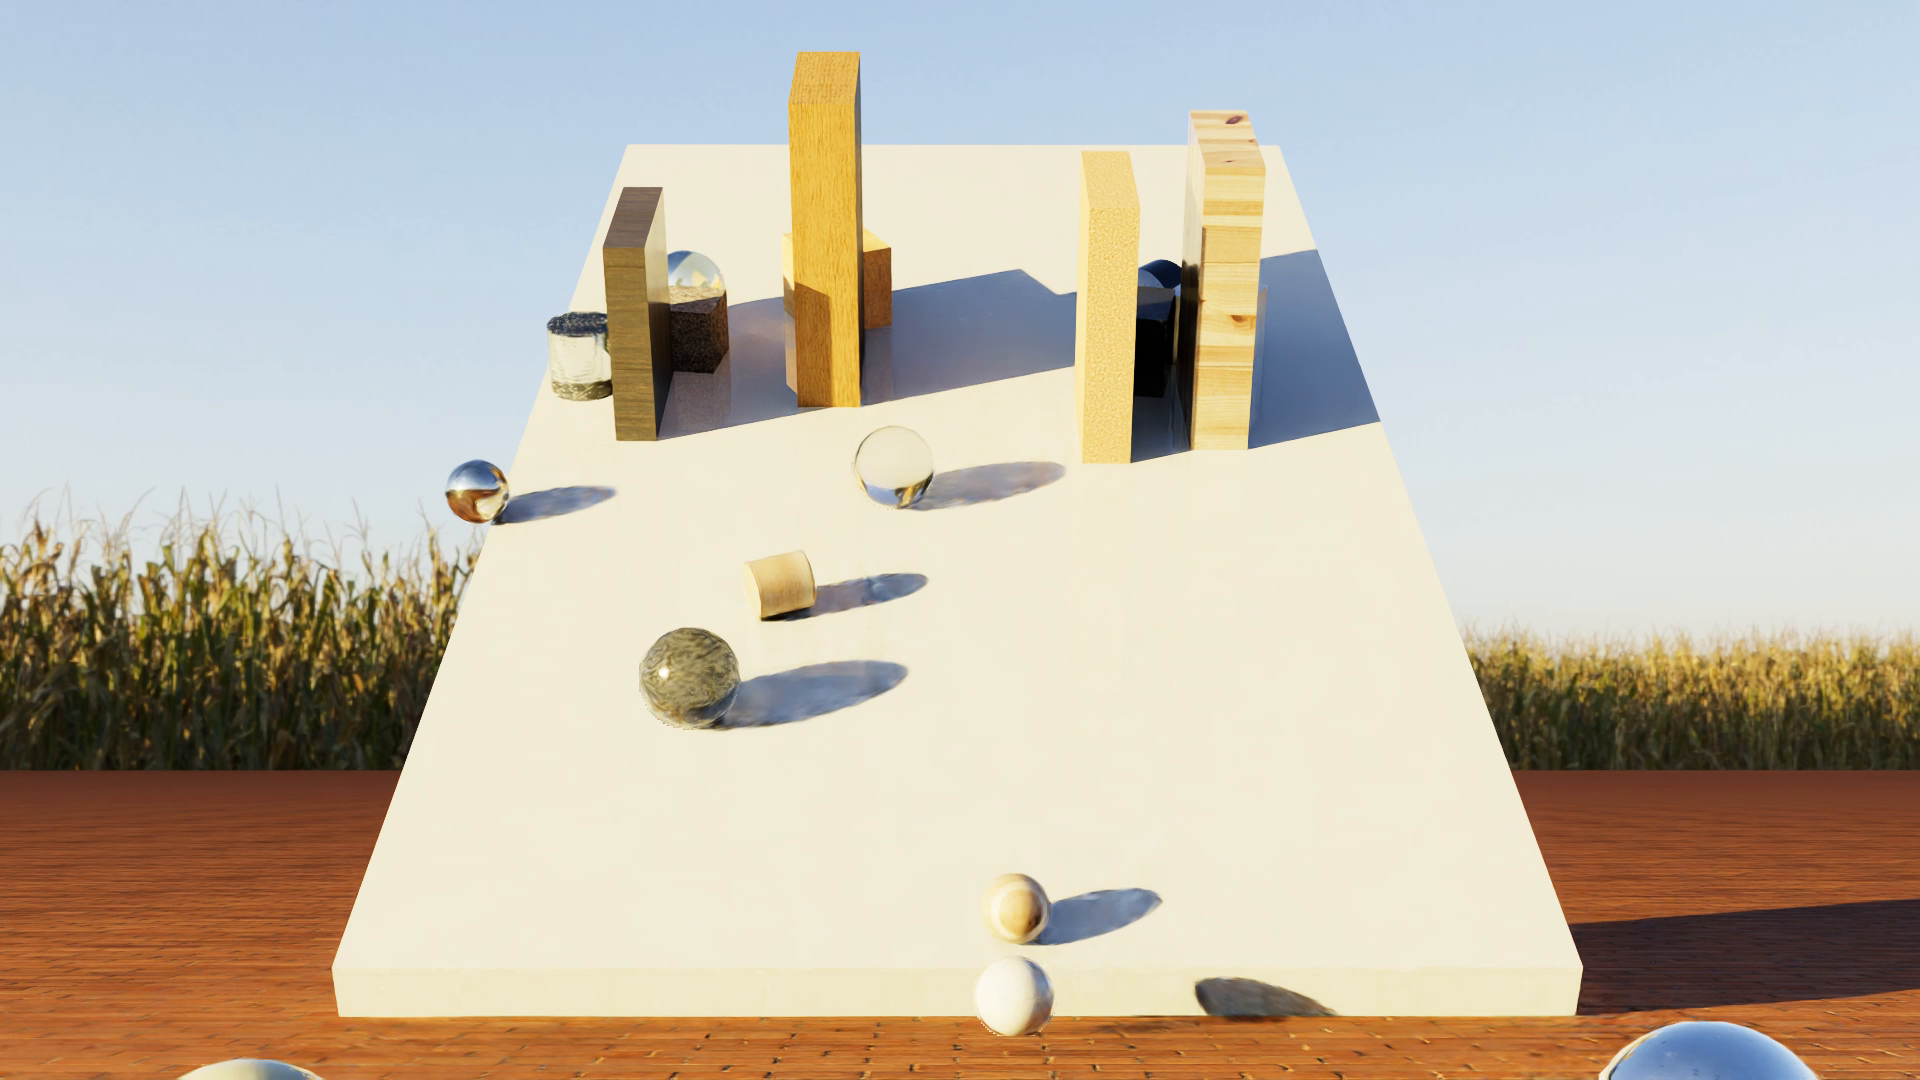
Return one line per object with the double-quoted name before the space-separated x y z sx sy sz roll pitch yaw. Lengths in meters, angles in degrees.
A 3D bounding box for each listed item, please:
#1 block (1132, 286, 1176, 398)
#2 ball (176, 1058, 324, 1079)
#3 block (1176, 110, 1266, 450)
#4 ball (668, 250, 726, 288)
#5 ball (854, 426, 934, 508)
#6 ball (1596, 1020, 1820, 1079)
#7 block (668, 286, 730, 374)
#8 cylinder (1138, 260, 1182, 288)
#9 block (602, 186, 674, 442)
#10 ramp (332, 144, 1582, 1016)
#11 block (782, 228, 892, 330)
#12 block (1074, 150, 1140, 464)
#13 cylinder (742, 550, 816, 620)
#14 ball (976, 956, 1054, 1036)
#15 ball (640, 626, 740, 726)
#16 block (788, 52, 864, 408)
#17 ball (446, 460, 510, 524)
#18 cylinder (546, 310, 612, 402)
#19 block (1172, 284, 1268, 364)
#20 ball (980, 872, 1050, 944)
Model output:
"block" 0.406 -0.483 5.778 0.201 0.201 0.201 5 29 9
"ball" -0.518 0.473 1.726 0.194 0.194 0.194 0 -5 0
"block" 0.593 -0.598 5.487 0.131 0.679 0.391 0 28 0
"ball" -0.694 -0.629 6.037 0.206 0.206 0.206 0 -5 0
"ball" -0.144 -0.160 5.199 0.177 0.177 0.177 0 -5 0
"ball" 0.599 0.485 1.904 0.202 0.202 0.202 0 -5 0
"block" -0.668 -0.519 5.882 0.159 0.159 0.159 5 29 8
"cylinder" 0.461 -0.585 5.978 0.190 0.190 0.190 -6 16 47
"block" -0.746 -0.529 5.567 0.093 0.475 0.393 0 28 0
"ramp" -0.012 -0.221 5.605 2.000 0.100 4.000 0 28 0
"block" -0.314 -0.665 6.101 0.210 0.210 0.210 -14 31 -24
"block" 0.331 -0.530 5.430 0.109 0.611 0.372 0 28 0
"cylinder" -0.364 0.089 4.794 0.117 0.117 0.117 -13 -1 -20
"ball" 0.083 0.685 3.594 0.119 0.119 0.119 0 -5 0
"ball" -0.499 0.253 4.421 0.185 0.185 0.185 0 -5 0
"block" -0.311 -0.737 5.673 0.147 0.743 0.403 0 28 0
"ball" -1.038 -0.105 5.145 0.137 0.137 0.137 0 -5 0
"cylinder" -0.903 -0.442 5.731 0.164 0.164 0.164 0 28 0
"block" 0.629 -0.532 5.889 0.182 0.182 0.182 18 33 30
"ball" 0.089 0.595 3.864 0.114 0.114 0.114 0 -5 0
